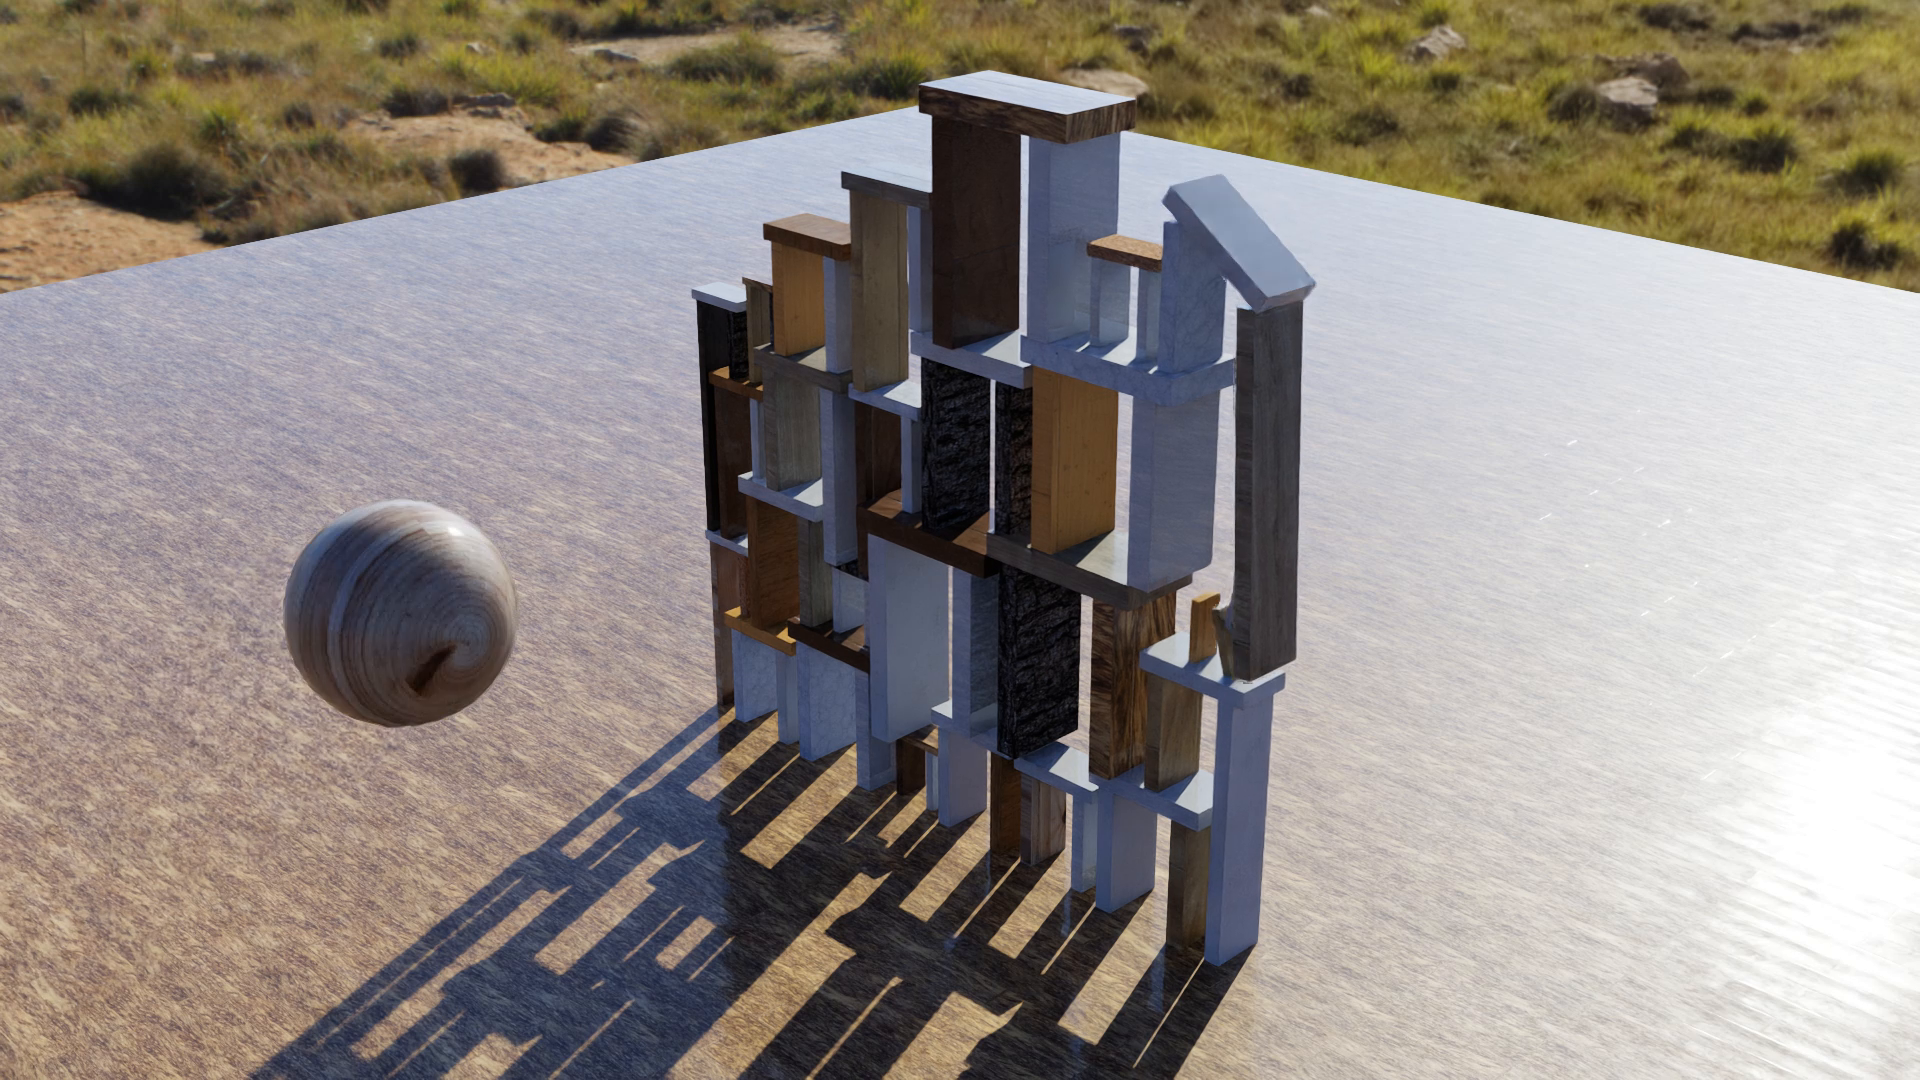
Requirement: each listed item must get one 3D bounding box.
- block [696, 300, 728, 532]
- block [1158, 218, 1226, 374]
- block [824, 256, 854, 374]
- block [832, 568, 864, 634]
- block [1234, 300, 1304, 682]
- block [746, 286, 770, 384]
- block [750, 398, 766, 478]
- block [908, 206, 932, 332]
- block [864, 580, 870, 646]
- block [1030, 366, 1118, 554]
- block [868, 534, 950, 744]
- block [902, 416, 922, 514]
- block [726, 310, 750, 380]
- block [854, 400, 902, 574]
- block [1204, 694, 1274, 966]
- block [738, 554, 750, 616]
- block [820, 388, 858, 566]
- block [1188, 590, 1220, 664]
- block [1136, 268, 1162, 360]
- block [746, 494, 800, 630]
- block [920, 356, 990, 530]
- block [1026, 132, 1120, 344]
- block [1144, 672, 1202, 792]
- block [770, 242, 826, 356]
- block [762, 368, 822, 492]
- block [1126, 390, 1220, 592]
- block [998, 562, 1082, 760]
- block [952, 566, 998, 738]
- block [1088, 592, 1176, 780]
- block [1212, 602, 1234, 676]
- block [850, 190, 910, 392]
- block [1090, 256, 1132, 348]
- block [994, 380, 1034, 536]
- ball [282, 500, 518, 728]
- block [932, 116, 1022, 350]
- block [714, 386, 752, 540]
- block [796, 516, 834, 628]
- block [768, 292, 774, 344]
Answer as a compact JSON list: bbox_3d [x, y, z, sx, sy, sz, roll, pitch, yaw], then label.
[{"bbox_3d":[-0.513,-0.268,4.672,0.021,0.516,0.073,21,31,41],"label":"block"},{"bbox_3d":[0.386,-0.412,3.633,0.126,0.252,0.036,-21,31,-40],"label":"block"},{"bbox_3d":[-0.209,-0.448,4.266,0.032,0.229,0.114,21,31,40],"label":"block"},{"bbox_3d":[-0.228,0.113,4.516,0.020,0.143,0.072,21,31,41],"label":"block"},{"bbox_3d":[0.508,-0.082,3.635,0.126,0.642,0.036,-21,27,-40],"label":"block"},{"bbox_3d":[-0.409,-0.426,4.496,0.015,0.207,0.054,21,31,40],"label":"block"},{"bbox_3d":[-0.392,-0.221,4.560,0.024,0.172,0.086,21,31,41],"label":"block"},{"bbox_3d":[-0.042,-0.510,4.054,0.117,0.234,0.033,-21,31,-41],"label":"block"},{"bbox_3d":[-0.160,0.140,4.454,0.020,0.143,0.072,21,31,41],"label":"block"},{"bbox_3d":[0.206,-0.162,3.934,0.172,0.345,0.049,-21,31,-40],"label":"block"},{"bbox_3d":[-0.101,0.173,4.400,0.049,0.444,0.173,21,31,40],"label":"block"},{"bbox_3d":[-0.068,-0.156,4.235,0.027,0.194,0.097,21,31,40],"label":"block"},{"bbox_3d":[-0.444,-0.411,4.536,0.021,0.147,0.073,21,31,40],"label":"block"},{"bbox_3d":[-0.160,-0.114,4.353,0.097,0.363,0.027,-21,31,-41],"label":"block"},{"bbox_3d":[0.494,0.505,3.898,0.116,0.526,0.033,-21,31,-41],"label":"block"},{"bbox_3d":[-0.441,0.086,4.734,0.072,0.144,0.020,-21,31,-41],"label":"block"},{"bbox_3d":[-0.216,-0.140,4.404,0.037,0.371,0.129,21,31,41],"label":"block"},{"bbox_3d":[0.425,0.151,3.823,0.017,0.118,0.059,22,31,40],"label":"block"},{"bbox_3d":[0.332,-0.387,3.698,0.077,0.155,0.022,-21,31,-40],"label":"block"},{"bbox_3d":[-0.391,0.032,4.659,0.034,0.303,0.121,21,31,41],"label":"block"},{"bbox_3d":[-0.007,-0.198,4.152,0.041,0.335,0.144,21,31,40],"label":"block"},{"bbox_3d":[0.195,-0.530,3.785,0.175,0.351,0.050,-21,31,-40],"label":"block"},{"bbox_3d":[0.384,0.327,3.940,0.033,0.231,0.116,22,31,40],"label":"block"},{"bbox_3d":[-0.317,-0.489,4.364,0.032,0.229,0.114,21,31,40],"label":"block"},{"bbox_3d":[-0.339,-0.239,4.492,0.037,0.258,0.129,21,31,41],"label":"block"},{"bbox_3d":[0.367,-0.098,3.783,0.172,0.345,0.049,-21,31,-40],"label":"block"},{"bbox_3d":[0.150,0.203,4.145,0.173,0.394,0.049,-21,31,-40],"label":"block"},{"bbox_3d":[0.064,0.191,4.232,0.049,0.347,0.173,21,31,41],"label":"block"},{"bbox_3d":[0.313,0.245,3.984,0.049,0.347,0.173,21,31,40],"label":"block"},{"bbox_3d":[0.468,0.168,3.784,0.059,0.118,0.017,-21,14,-41],"label":"block"},{"bbox_3d":[-0.152,-0.482,4.186,0.033,0.389,0.117,21,31,40],"label":"block"},{"bbox_3d":[0.257,-0.415,3.764,0.077,0.155,0.022,-21,31,-40],"label":"block"},{"bbox_3d":[0.128,-0.167,4.017,0.041,0.288,0.144,21,31,41],"label":"block"},{"bbox_3d":[-0.574,0.075,2.261,0.234,0.234,0.234,0,23,0],"label":"ball"},{"bbox_3d":[0.030,-0.565,3.950,0.050,0.416,0.175,21,31,41],"label":"block"},{"bbox_3d":[-0.473,-0.173,4.668,0.024,0.345,0.086,21,31,41],"label":"block"},{"bbox_3d":[-0.277,0.049,4.542,0.121,0.242,0.034,-21,31,-41],"label":"block"},{"bbox_3d":[-0.358,-0.451,4.430,0.015,0.108,0.054,21,31,40],"label":"block"}]
